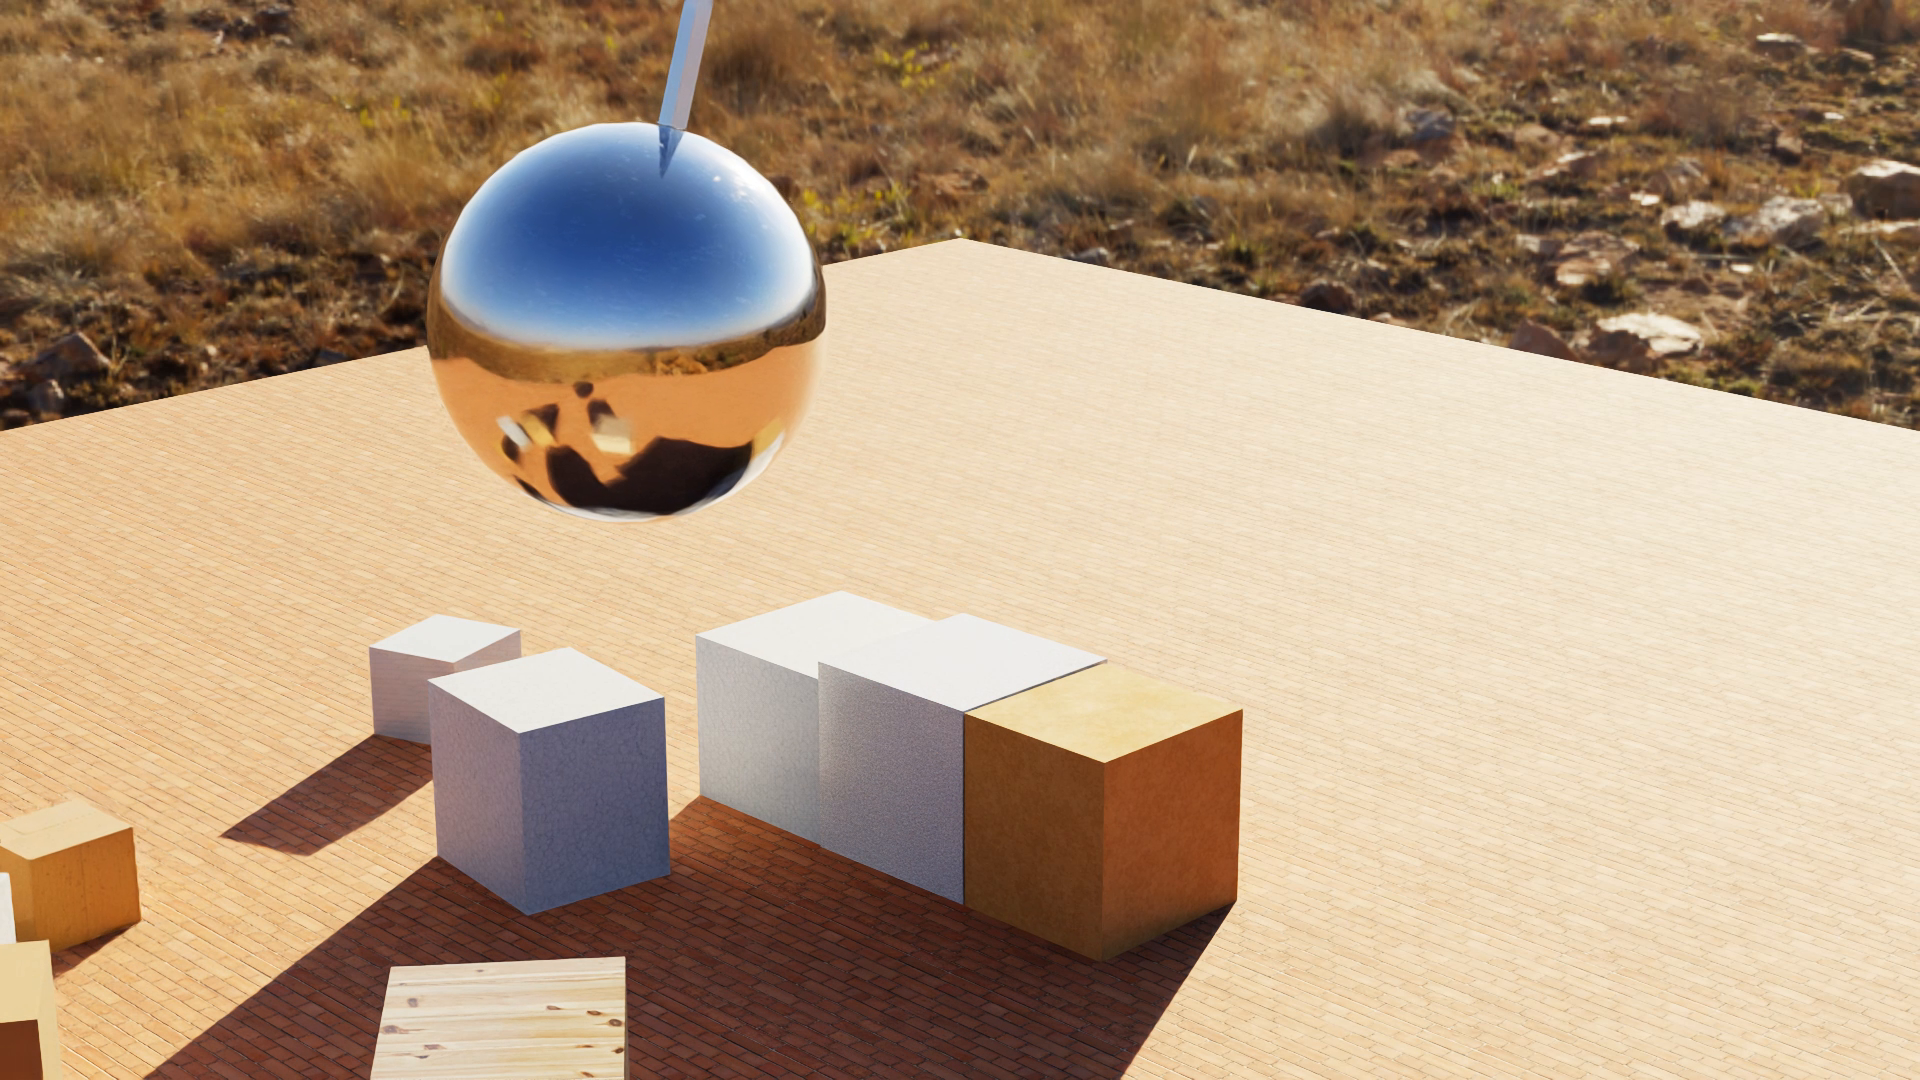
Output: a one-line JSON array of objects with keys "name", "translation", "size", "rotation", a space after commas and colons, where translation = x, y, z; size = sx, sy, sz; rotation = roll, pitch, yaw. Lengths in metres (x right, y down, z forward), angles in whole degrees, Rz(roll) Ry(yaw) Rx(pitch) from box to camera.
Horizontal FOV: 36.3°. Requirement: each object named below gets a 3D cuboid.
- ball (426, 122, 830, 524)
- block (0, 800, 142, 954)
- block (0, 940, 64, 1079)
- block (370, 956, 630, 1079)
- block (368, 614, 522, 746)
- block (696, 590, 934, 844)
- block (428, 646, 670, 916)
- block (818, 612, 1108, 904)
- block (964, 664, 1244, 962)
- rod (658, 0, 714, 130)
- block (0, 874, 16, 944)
[{"name": "ball", "translation": [-1.318, -0.860, 11.689], "size": [1.600, 1.600, 1.600], "rotation": [0, 17, 0]}, {"name": "block", "translation": [-3.962, 1.479, 12.879], "size": [0.461, 0.455, 0.504], "rotation": [15, 23, 40]}, {"name": "block", "translation": [-3.718, 1.980, 10.862], "size": [0.681, 0.708, 0.677], "rotation": [-4, 18, -13]}, {"name": "block", "translation": [-1.548, 2.094, 10.068], "size": [0.821, 0.968, 0.939], "rotation": [-2, 18, -6]}, {"name": "block", "translation": [-2.660, 0.732, 15.219], "size": [0.536, 0.477, 0.578], "rotation": [9, 19, 26]}, {"name": "block", "translation": [-0.627, 0.844, 14.276], "size": [0.957, 0.830, 0.877], "rotation": [-17, 24, -42]}, {"name": "block", "translation": [-1.884, 1.087, 13.439], "size": [0.746, 0.868, 0.847], "rotation": [-13, 22, -35]}, {"name": "block", "translation": [0.014, 0.993, 13.641], "size": [0.930, 0.926, 0.959], "rotation": [16, 24, 42]}, {"name": "block", "translation": [0.634, 1.190, 13.023], "size": [0.826, 0.921, 0.908], "rotation": [17, 24, 42]}, {"name": "rod", "translation": [-0.571, -4.167, 11.433], "size": [0.080, 5.200, 0.080], "rotation": [17, 6, 42]}, {"name": "block", "translation": [-4.181, 1.757, 11.684], "size": [0.621, 0.642, 0.675], "rotation": [1, 17, 2]}]
